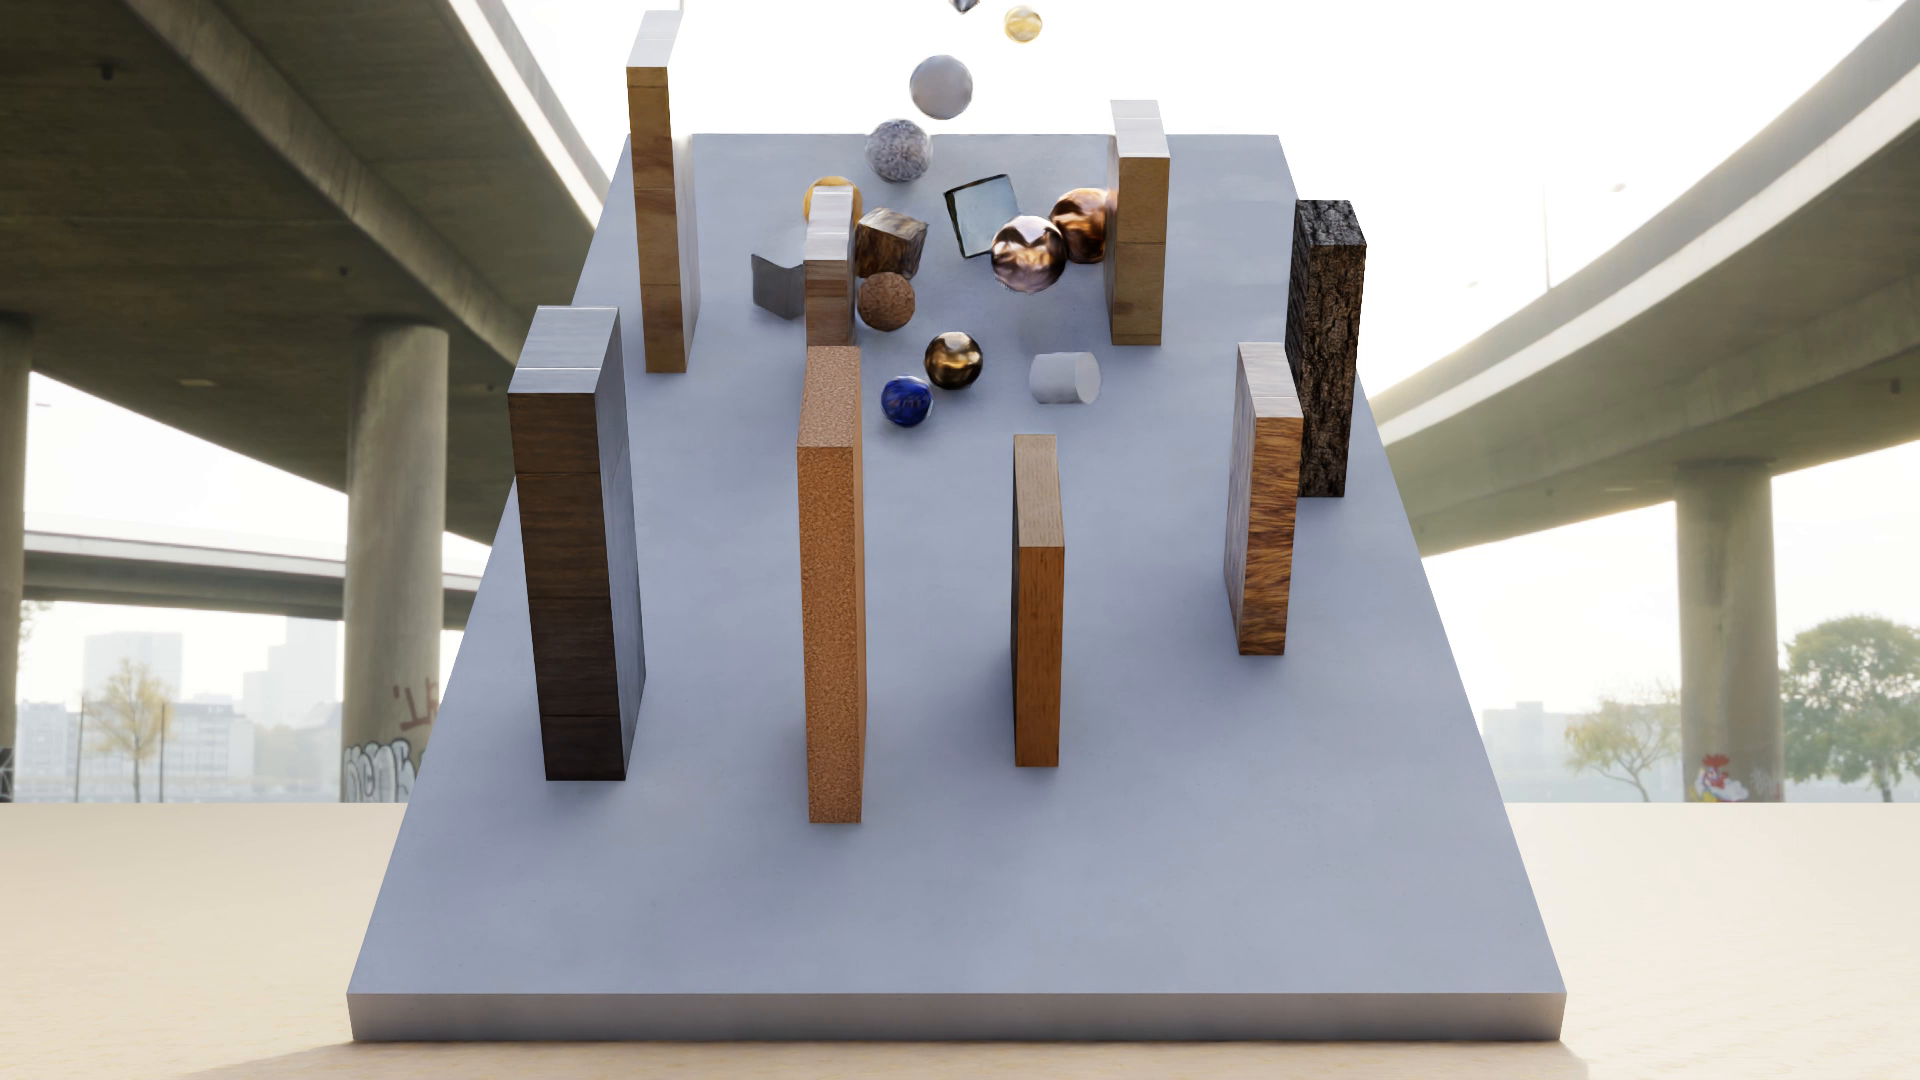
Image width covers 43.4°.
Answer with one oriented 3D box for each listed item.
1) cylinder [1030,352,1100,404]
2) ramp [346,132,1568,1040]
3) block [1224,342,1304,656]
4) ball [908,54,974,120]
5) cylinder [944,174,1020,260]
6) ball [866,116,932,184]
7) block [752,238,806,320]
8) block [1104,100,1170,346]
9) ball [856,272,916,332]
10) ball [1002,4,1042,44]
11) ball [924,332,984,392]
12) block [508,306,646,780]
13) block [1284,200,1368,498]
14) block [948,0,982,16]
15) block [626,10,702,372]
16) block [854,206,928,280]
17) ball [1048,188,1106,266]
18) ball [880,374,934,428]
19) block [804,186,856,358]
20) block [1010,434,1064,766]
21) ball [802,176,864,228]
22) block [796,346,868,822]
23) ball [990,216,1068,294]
[{"bbox_3d":[0.247,-0.380,5.678,0.122,0.122,0.122,0,-5,32],"label":"cylinder"},{"bbox_3d":[-0.013,-0.211,5.711,2.000,0.100,4.000,0,30,0],"label":"ramp"},{"bbox_3d":[0.606,-0.083,4.856,0.089,0.535,0.331,0,30,0],"label":"block"},{"bbox_3d":[-0.053,-1.302,6.942,0.190,0.190,0.190,0,-6,0],"label":"ball"},{"bbox_3d":[0.070,-0.871,6.506,0.184,0.184,0.184,-17,3,1],"label":"cylinder"},{"bbox_3d":[-0.176,-1.131,7.017,0.195,0.195,0.195,0,-6,0],"label":"ball"},{"bbox_3d":[-0.439,-0.678,6.279,0.143,0.143,0.143,-25,39,-37],"label":"block"},{"bbox_3d":[0.446,-0.813,6.158,0.123,0.503,0.414,0,30,0],"label":"block"},{"bbox_3d":[-0.187,-0.602,6.101,0.152,0.152,0.152,0,-6,0],"label":"ball"},{"bbox_3d":[0.187,-1.538,7.199,0.120,0.120,0.120,0,-6,0],"label":"ball"},{"bbox_3d":[-0.016,-0.434,5.854,0.145,0.145,0.145,0,-6,0],"label":"ball"},{"bbox_3d":[-0.692,0.010,4.419,0.146,0.800,0.354,0,30,0],"label":"block"},{"bbox_3d":[0.802,-0.425,5.375,0.121,0.611,0.257,0,30,0],"label":"block"},{"bbox_3d":[-0.001,-1.711,7.143,0.186,0.186,0.186,-37,-42,4],"label":"block"},{"bbox_3d":[-0.725,-0.858,5.947,0.097,0.784,0.425,0,30,0],"label":"block"},{"bbox_3d":[-0.192,-0.774,6.405,0.148,0.148,0.148,21,30,11],"label":"block"},{"bbox_3d":[0.341,-0.846,6.511,0.208,0.208,0.208,0,-6,0],"label":"ball"},{"bbox_3d":[-0.126,-0.327,5.687,0.124,0.124,0.124,0,-6,0],"label":"ball"},{"bbox_3d":[-0.310,-0.574,5.824,0.097,0.415,0.448,0,30,0],"label":"block"},{"bbox_3d":[0.144,0.110,4.577,0.080,0.475,0.432,0,30,0],"label":"block"},{"bbox_3d":[-0.350,-0.922,6.676,0.170,0.170,0.170,0,-6,0],"label":"ball"},{"bbox_3d":[-0.225,0.082,4.331,0.093,0.766,0.387,0,30,0],"label":"block"},{"bbox_3d":[0.175,-0.728,6.163,0.197,0.197,0.197,0,-6,0],"label":"ball"}]
